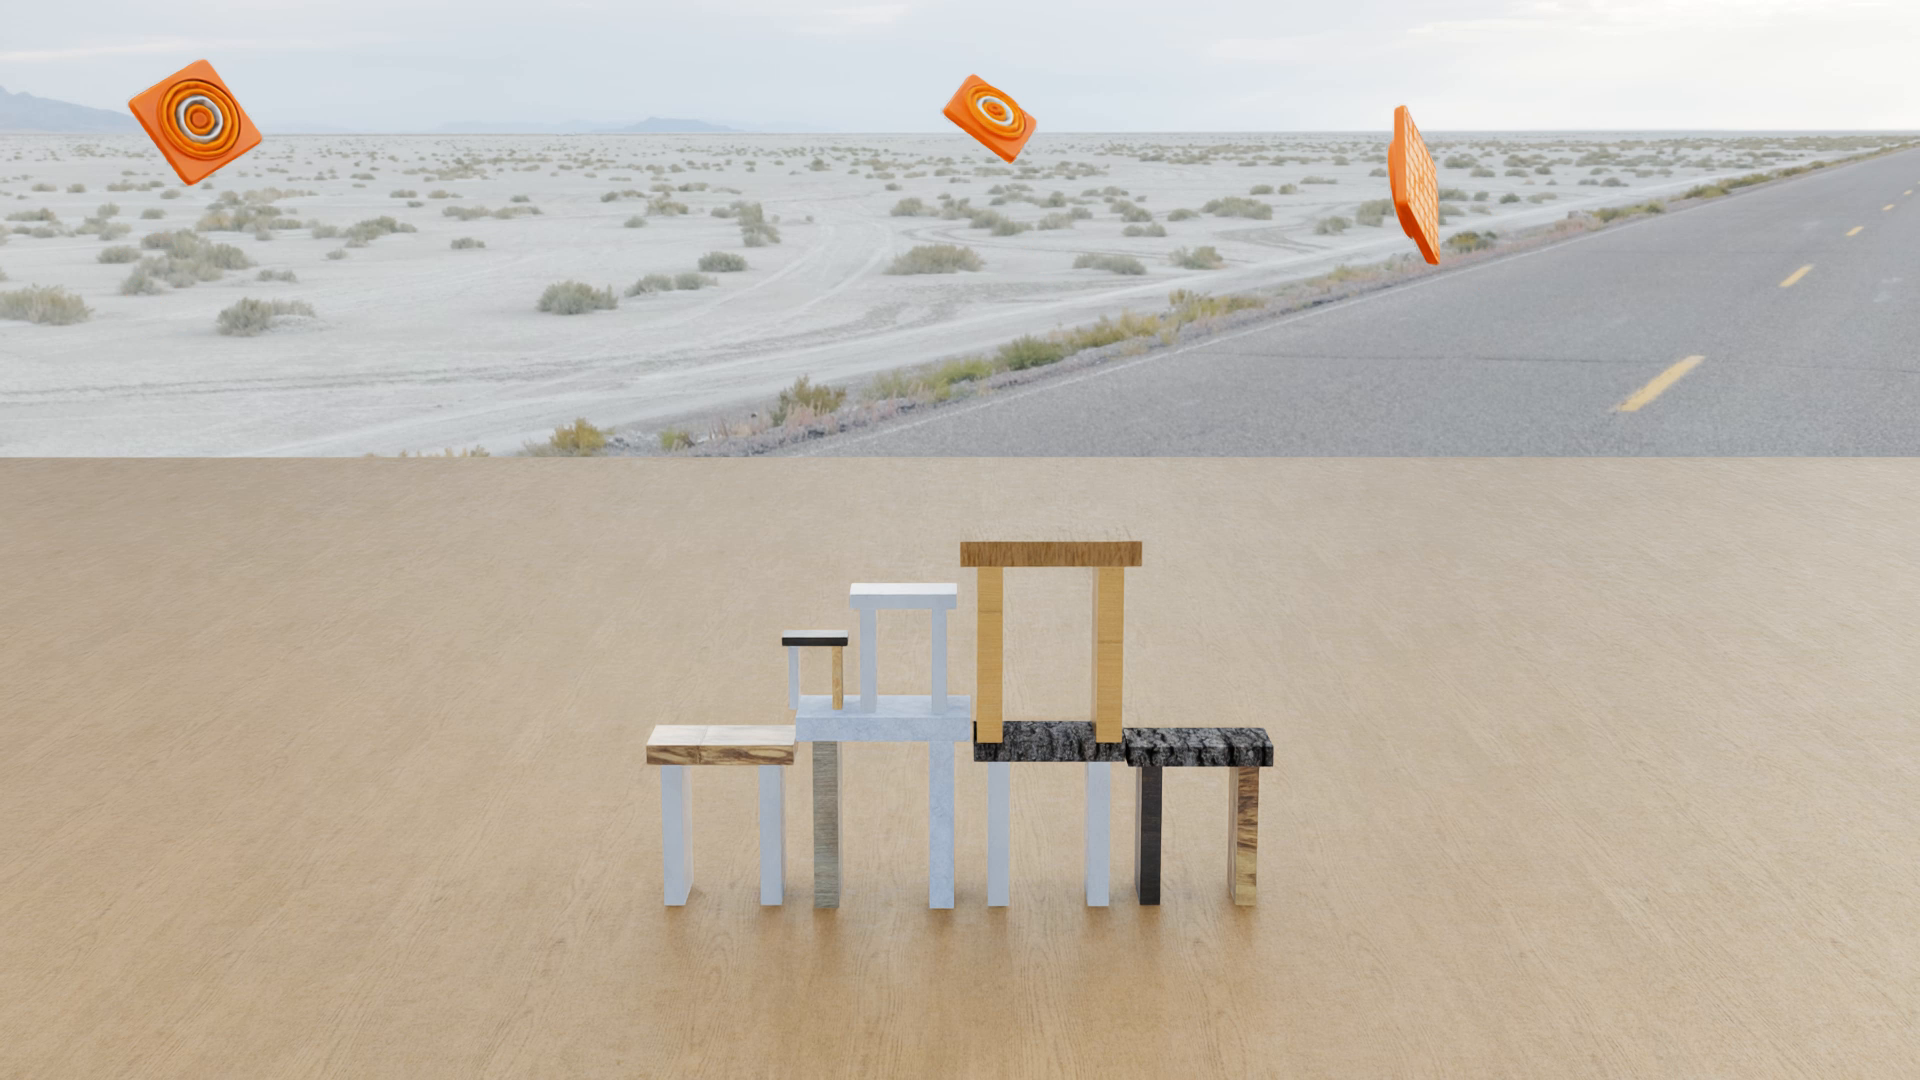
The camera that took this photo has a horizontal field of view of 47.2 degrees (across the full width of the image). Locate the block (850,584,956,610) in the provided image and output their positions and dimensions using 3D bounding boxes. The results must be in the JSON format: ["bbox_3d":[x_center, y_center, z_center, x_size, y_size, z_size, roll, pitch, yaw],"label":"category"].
[{"bbox_3d":[-0.091,0.091,3.575,0.173,0.024,0.086,0,11,0],"label":"block"}]

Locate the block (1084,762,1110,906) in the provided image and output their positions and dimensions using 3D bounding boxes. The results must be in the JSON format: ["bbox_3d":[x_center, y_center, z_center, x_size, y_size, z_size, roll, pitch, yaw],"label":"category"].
[{"bbox_3d":[0.227,0.469,3.648,0.035,0.246,0.123,0,11,0],"label":"block"}]

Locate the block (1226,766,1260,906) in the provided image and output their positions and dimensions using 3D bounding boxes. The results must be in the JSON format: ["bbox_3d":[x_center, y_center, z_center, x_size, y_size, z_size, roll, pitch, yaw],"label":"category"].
[{"bbox_3d":[0.469,0.473,3.651,0.033,0.236,0.118,0,11,0],"label":"block"}]

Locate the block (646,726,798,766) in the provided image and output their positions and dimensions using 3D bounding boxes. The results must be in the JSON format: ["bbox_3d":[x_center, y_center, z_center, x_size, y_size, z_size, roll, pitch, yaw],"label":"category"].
[{"bbox_3d":[-0.390,0.338,3.627,0.239,0.034,0.119,0,11,0],"label":"block"}]

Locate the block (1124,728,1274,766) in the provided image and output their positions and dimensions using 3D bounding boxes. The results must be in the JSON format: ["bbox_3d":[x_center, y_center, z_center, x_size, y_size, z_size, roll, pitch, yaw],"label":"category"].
[{"bbox_3d":[0.391,0.341,3.626,0.236,0.033,0.118,0,11,0],"label":"block"}]

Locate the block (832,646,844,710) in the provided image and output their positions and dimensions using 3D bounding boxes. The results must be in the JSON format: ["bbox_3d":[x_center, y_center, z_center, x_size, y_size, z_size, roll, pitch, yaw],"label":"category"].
[{"bbox_3d":[-0.200,0.220,3.605,0.015,0.106,0.053,0,11,0],"label":"block"}]

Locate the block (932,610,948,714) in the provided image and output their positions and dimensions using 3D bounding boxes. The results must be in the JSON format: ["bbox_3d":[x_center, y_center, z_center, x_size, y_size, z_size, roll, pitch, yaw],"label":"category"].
[{"bbox_3d":[-0.034,0.188,3.593,0.024,0.173,0.086,0,11,0],"label":"block"}]

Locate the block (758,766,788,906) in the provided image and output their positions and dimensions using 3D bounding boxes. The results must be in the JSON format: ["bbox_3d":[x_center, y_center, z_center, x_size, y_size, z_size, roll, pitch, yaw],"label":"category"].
[{"bbox_3d":[-0.310,0.472,3.652,0.034,0.239,0.119,0,11,0],"label":"block"}]

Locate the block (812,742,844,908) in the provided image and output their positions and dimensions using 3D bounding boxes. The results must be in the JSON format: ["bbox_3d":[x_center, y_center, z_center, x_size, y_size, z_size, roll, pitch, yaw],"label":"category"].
[{"bbox_3d":[-0.218,0.451,3.644,0.040,0.283,0.141,0,11,0],"label":"block"}]

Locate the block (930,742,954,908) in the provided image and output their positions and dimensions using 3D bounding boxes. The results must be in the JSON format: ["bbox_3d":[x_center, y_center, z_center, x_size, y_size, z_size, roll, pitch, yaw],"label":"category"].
[{"bbox_3d":[-0.030,0.451,3.644,0.040,0.283,0.141,0,11,0],"label":"block"}]

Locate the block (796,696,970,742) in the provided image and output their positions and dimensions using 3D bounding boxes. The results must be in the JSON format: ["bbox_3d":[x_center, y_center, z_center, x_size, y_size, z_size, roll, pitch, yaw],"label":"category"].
[{"bbox_3d":[-0.124,0.292,3.614,0.283,0.040,0.141,0,11,0],"label":"block"}]

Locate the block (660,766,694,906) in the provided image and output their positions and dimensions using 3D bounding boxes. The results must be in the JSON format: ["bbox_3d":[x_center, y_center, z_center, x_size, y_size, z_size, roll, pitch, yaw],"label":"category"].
[{"bbox_3d":[-0.469,0.472,3.652,0.034,0.239,0.119,0,11,0],"label":"block"}]

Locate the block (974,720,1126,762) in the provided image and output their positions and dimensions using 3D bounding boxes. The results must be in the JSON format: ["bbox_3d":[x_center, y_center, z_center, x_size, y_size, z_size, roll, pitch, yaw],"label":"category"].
[{"bbox_3d":[0.145,0.331,3.622,0.246,0.035,0.123,0,11,0],"label":"block"}]

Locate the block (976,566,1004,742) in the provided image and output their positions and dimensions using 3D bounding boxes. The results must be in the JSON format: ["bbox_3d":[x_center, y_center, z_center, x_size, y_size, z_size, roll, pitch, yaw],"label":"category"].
[{"bbox_3d":[0.048,0.172,3.594,0.041,0.289,0.144,0,11,0],"label":"block"}]

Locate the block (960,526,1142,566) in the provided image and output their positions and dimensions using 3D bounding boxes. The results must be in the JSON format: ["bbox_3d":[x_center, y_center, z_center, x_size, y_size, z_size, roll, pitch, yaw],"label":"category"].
[{"bbox_3d":[0.145,0.009,3.565,0.289,0.041,0.144,0,11,0],"label":"block"}]

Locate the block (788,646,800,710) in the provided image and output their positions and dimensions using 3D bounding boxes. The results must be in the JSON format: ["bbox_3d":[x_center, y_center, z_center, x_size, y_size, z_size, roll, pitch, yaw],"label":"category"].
[{"bbox_3d":[-0.271,0.220,3.605,0.015,0.106,0.053,0,11,0],"label":"block"}]

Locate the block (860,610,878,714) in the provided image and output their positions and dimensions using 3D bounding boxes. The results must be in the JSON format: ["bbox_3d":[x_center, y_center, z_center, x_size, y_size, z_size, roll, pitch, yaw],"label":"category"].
[{"bbox_3d":[-0.149,0.188,3.593,0.024,0.173,0.086,0,11,0],"label":"block"}]

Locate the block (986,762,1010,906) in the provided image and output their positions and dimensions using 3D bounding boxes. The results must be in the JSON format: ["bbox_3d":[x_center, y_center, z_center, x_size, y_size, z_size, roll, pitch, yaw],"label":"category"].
[{"bbox_3d":[0.063,0.469,3.648,0.035,0.246,0.123,0,11,0],"label":"block"}]

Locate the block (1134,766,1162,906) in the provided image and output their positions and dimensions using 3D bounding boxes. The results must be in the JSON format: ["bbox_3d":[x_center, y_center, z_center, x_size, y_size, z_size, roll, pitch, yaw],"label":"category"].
[{"bbox_3d":[0.312,0.473,3.651,0.033,0.236,0.118,0,11,0],"label":"block"}]

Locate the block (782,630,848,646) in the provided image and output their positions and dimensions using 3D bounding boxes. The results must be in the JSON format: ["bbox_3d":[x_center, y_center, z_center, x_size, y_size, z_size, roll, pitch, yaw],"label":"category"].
[{"bbox_3d":[-0.236,0.160,3.594,0.106,0.015,0.053,0,11,0],"label":"block"}]

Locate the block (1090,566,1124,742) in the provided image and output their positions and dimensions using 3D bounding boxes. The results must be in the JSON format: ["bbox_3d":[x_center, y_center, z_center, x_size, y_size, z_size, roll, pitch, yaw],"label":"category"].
[{"bbox_3d":[0.240,0.172,3.595,0.041,0.289,0.144,0,11,0],"label":"block"}]
